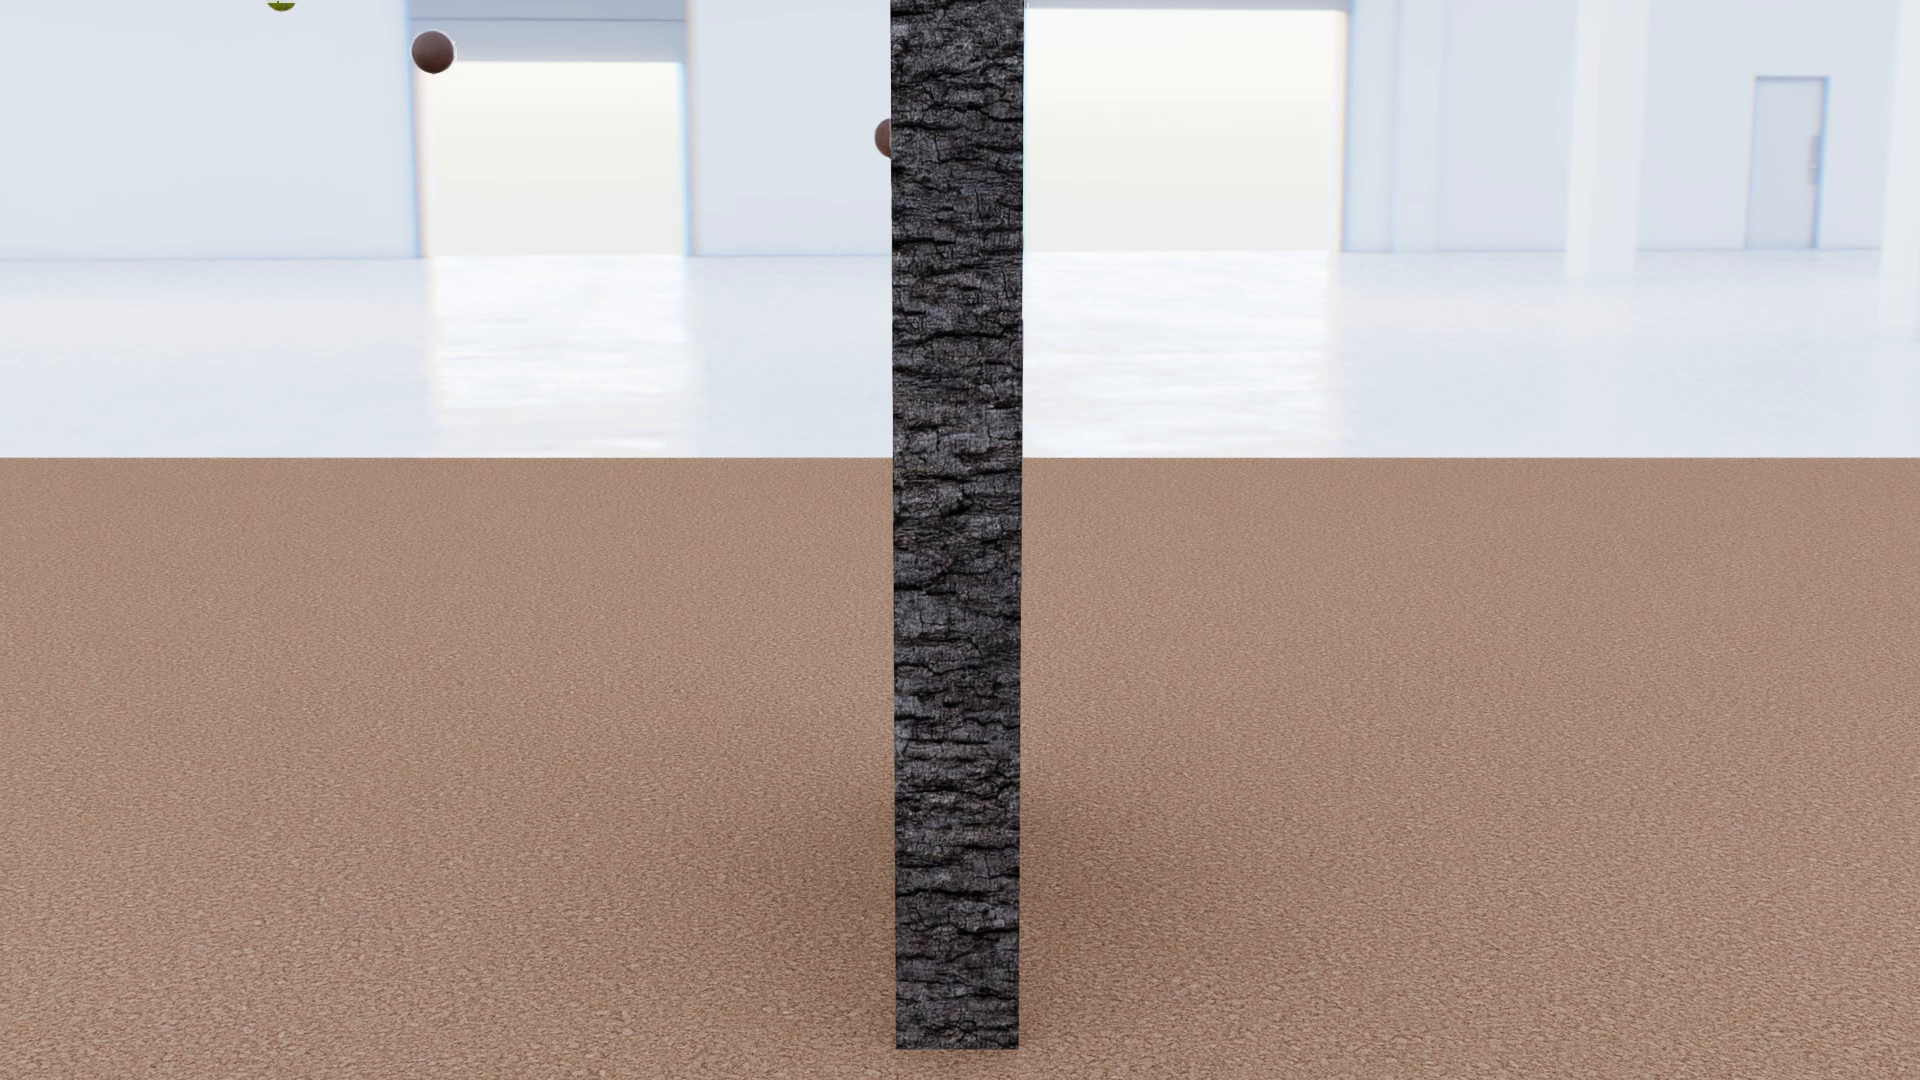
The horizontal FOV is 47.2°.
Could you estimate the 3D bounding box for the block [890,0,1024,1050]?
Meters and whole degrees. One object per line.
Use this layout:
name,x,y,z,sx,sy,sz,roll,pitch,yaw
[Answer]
block,-0.004,-0.078,2.925,0.170,1.586,0.048,0,11,0

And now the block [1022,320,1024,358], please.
block,0.004,-0.312,3.257,0.172,0.049,0.344,0,11,0

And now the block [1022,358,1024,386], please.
block,0.004,-0.098,3.181,0.172,0.344,0.049,0,11,0
